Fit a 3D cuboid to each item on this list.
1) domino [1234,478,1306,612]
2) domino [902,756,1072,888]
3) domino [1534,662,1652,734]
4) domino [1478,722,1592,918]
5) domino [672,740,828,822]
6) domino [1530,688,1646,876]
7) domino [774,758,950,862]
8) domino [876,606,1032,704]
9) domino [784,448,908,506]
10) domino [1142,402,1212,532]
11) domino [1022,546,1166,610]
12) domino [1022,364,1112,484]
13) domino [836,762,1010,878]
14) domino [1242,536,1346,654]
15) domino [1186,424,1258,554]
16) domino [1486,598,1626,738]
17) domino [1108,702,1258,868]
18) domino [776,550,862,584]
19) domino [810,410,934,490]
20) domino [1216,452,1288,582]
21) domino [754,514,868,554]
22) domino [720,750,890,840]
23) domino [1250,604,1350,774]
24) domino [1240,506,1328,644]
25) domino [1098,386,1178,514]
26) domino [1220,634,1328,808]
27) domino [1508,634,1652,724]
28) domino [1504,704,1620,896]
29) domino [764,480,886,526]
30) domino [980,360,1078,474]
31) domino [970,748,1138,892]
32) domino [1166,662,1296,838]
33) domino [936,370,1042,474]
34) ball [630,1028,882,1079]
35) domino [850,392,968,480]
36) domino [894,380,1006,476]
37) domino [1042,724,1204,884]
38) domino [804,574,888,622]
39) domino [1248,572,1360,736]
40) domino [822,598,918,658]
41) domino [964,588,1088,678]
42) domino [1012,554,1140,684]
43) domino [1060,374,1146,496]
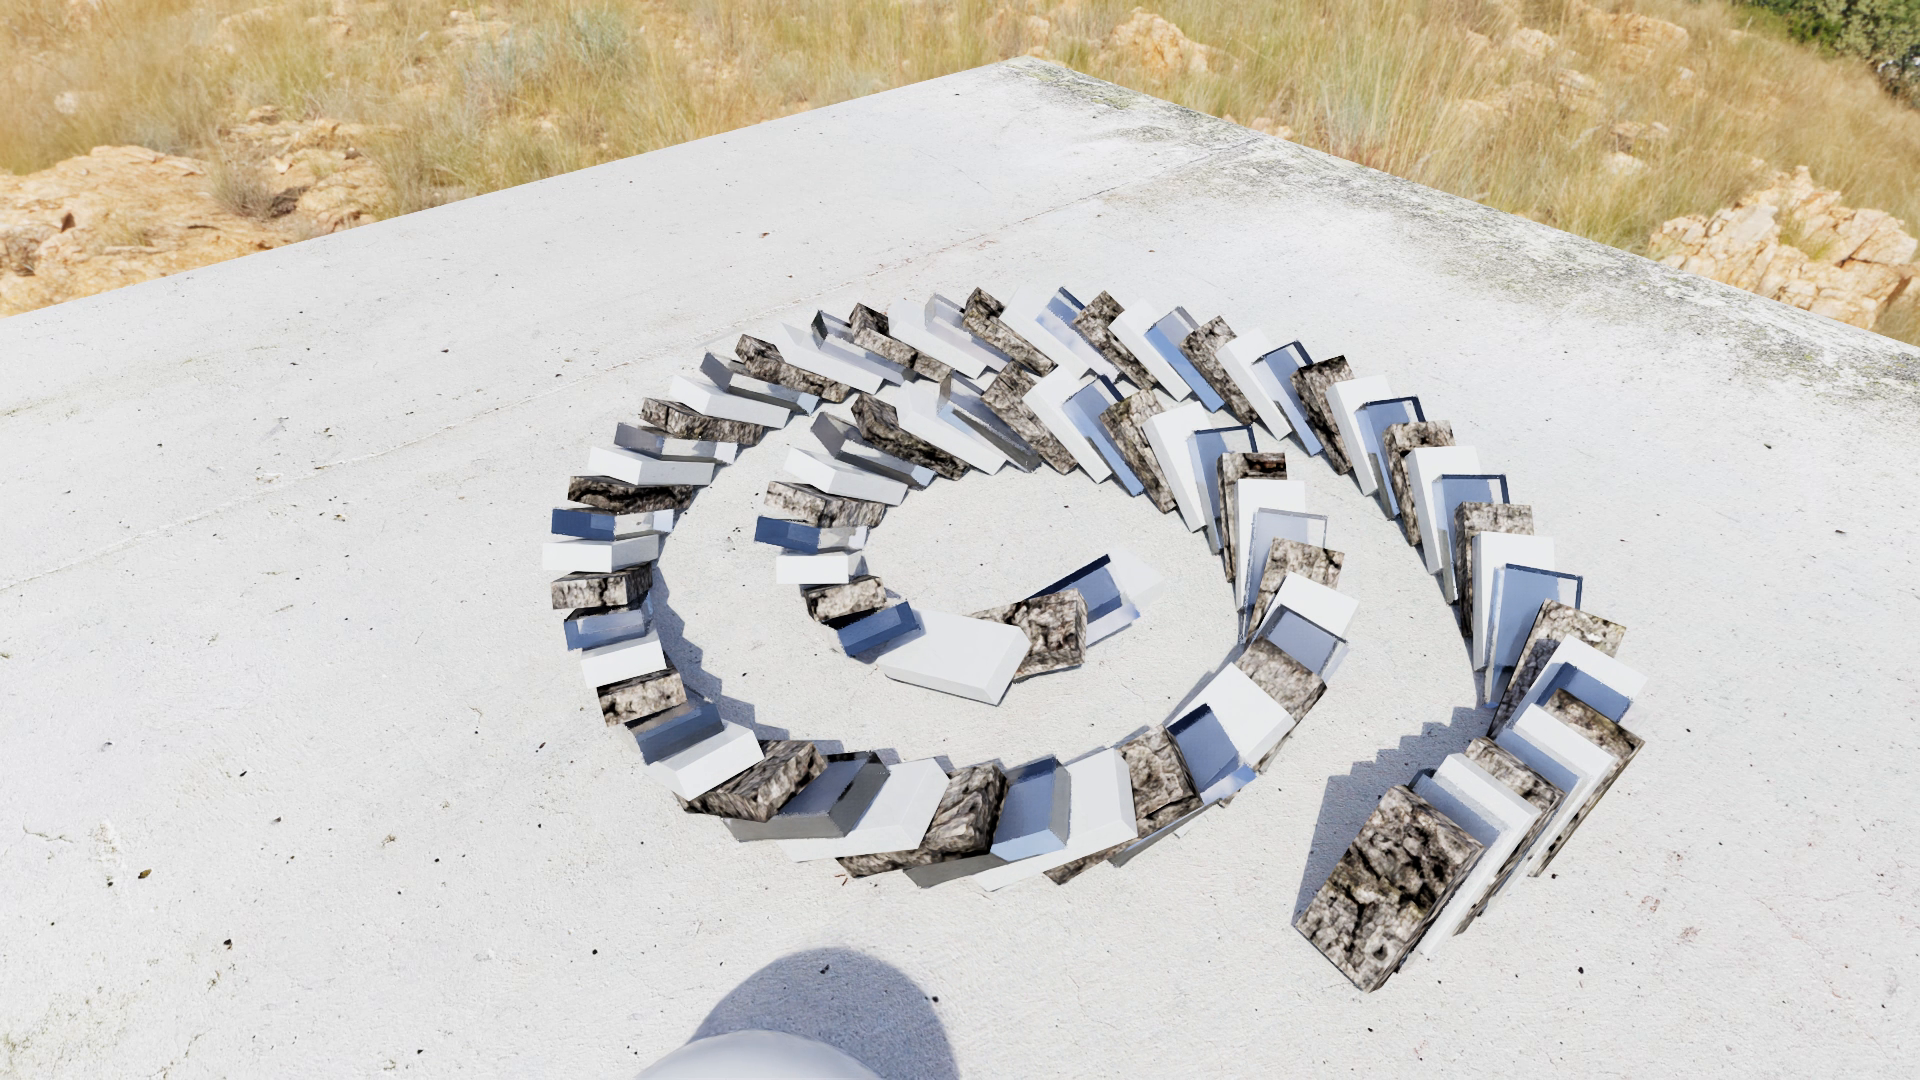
[{"bbox_3d":[0.118,0.002,0.420,0.025,0.009,0.050,2,74,2],"label":"domino"},{"bbox_3d":[0.008,0.083,0.321,0.050,0.010,0.025,-24,32,26],"label":"domino"},{"bbox_3d":[0.183,0.065,0.336,0.010,0.050,0.025,15,19,-50],"label":"domino"},{"bbox_3d":[0.154,0.080,0.316,0.009,0.050,0.025,6,27,-45],"label":"domino"},{"bbox_3d":[-0.065,0.072,0.334,0.050,0.009,0.025,-11,22,49],"label":"domino"},{"bbox_3d":[0.175,0.072,0.327,0.010,0.050,0.025,16,20,-48],"label":"domino"},{"bbox_3d":[-0.029,0.080,0.325,0.050,0.010,0.025,-17,27,36],"label":"domino"},{"bbox_3d":[-0.003,0.039,0.377,0.050,0.009,0.025,7,54,41],"label":"domino"},{"bbox_3d":[-0.046,-0.026,0.453,0.025,0.009,0.050,28,10,30],"label":"domino"},{"bbox_3d":[0.098,-0.031,0.459,0.025,0.010,0.050,-19,79,-22],"label":"domino"},{"bbox_3d":[0.051,0.022,0.417,0.050,0.009,0.025,-26,46,-28],"label":"domino"},{"bbox_3d":[0.053,-0.052,0.485,0.050,0.010,0.025,48,50,0],"label":"domino"},{"bbox_3d":[-0.011,0.082,0.322,0.050,0.010,0.025,-20,29,32],"label":"domino"},{"bbox_3d":[0.117,0.026,0.390,0.025,0.009,0.050,15,77,17],"label":"domino"},{"bbox_3d":[0.111,-0.021,0.447,0.025,0.010,0.050,-7,75,-9],"label":"domino"},{"bbox_3d":[0.197,0.047,0.364,0.025,0.010,0.050,24,80,24],"label":"domino"},{"bbox_3d":[0.061,0.074,0.333,0.050,0.010,0.025,-36,41,9],"label":"domino"},{"bbox_3d":[-0.052,0.010,0.409,0.025,0.009,0.050,-1,2,0],"label":"domino"},{"bbox_3d":[-0.037,-0.038,0.467,0.050,0.010,0.025,17,22,-43],"label":"domino"},{"bbox_3d":[0.117,-0.009,0.433,0.025,0.009,0.050,-1,74,-2],"label":"domino"},{"bbox_3d":[-0.057,-0.003,0.425,0.025,0.010,0.050,12,5,14],"label":"domino"},{"bbox_3d":[-0.047,0.077,0.329,0.050,0.010,0.025,-15,25,41],"label":"domino"},{"bbox_3d":[0.103,0.049,0.363,0.025,0.010,0.050,33,84,33],"label":"domino"},{"bbox_3d":[0.119,0.014,0.405,0.025,0.010,0.050,8,74,10],"label":"domino"},{"bbox_3d":[0.084,-0.039,0.469,0.025,0.009,0.050,-29,82,-30],"label":"domino"},{"bbox_3d":[0.091,0.058,0.352,0.050,0.009,0.025,-49,52,-2],"label":"domino"},{"bbox_3d":[0.189,0.058,0.345,0.025,0.050,0.009,37,14,36],"label":"domino"},{"bbox_3d":[0.165,0.076,0.323,0.009,0.050,0.025,16,20,-48],"label":"domino"},{"bbox_3d":[-0.053,-0.014,0.440,0.025,0.010,0.050,20,8,22],"label":"domino"},{"bbox_3d":[0.034,-0.055,0.488,0.050,0.010,0.025,41,43,-8],"label":"domino"},{"bbox_3d":[0.026,0.082,0.322,0.050,0.009,0.025,-27,34,22],"label":"domino"},{"bbox_3d":[0.077,0.065,0.343,0.050,0.010,0.025,-45,49,1],"label":"domino"},{"bbox_3d":[0.014,-0.052,0.485,0.050,0.010,0.025,30,35,-20],"label":"domino"},{"bbox_3d":[-0.042,0.140,0.217,0.080,0.080,0.080,0,39,0],"label":"ball"},{"bbox_3d":[-0.022,-0.045,0.476,0.050,0.009,0.025,22,27,-34],"label":"domino"},{"bbox_3d":[-0.004,-0.049,0.482,0.050,0.010,0.025,25,30,-27],"label":"domino"},{"bbox_3d":[0.045,0.078,0.326,0.050,0.010,0.025,-34,39,15],"label":"domino"},{"bbox_3d":[-0.042,0.020,0.394,0.025,0.009,0.050,-13,2,-10],"label":"domino"},{"bbox_3d":[0.113,0.039,0.375,0.025,0.009,0.050,26,81,28],"label":"domino"},{"bbox_3d":[-0.032,0.030,0.381,0.025,0.009,0.050,-22,3,-13],"label":"domino"},{"bbox_3d":[0.019,0.035,0.381,0.050,0.009,0.025,-15,43,24],"label":"domino"},{"bbox_3d":[0.036,0.028,0.390,0.050,0.009,0.025,-30,42,10],"label":"domino"},{"bbox_3d":[0.069,-0.046,0.478,0.025,0.010,0.050,-36,87,-36],"label":"domino"}]
